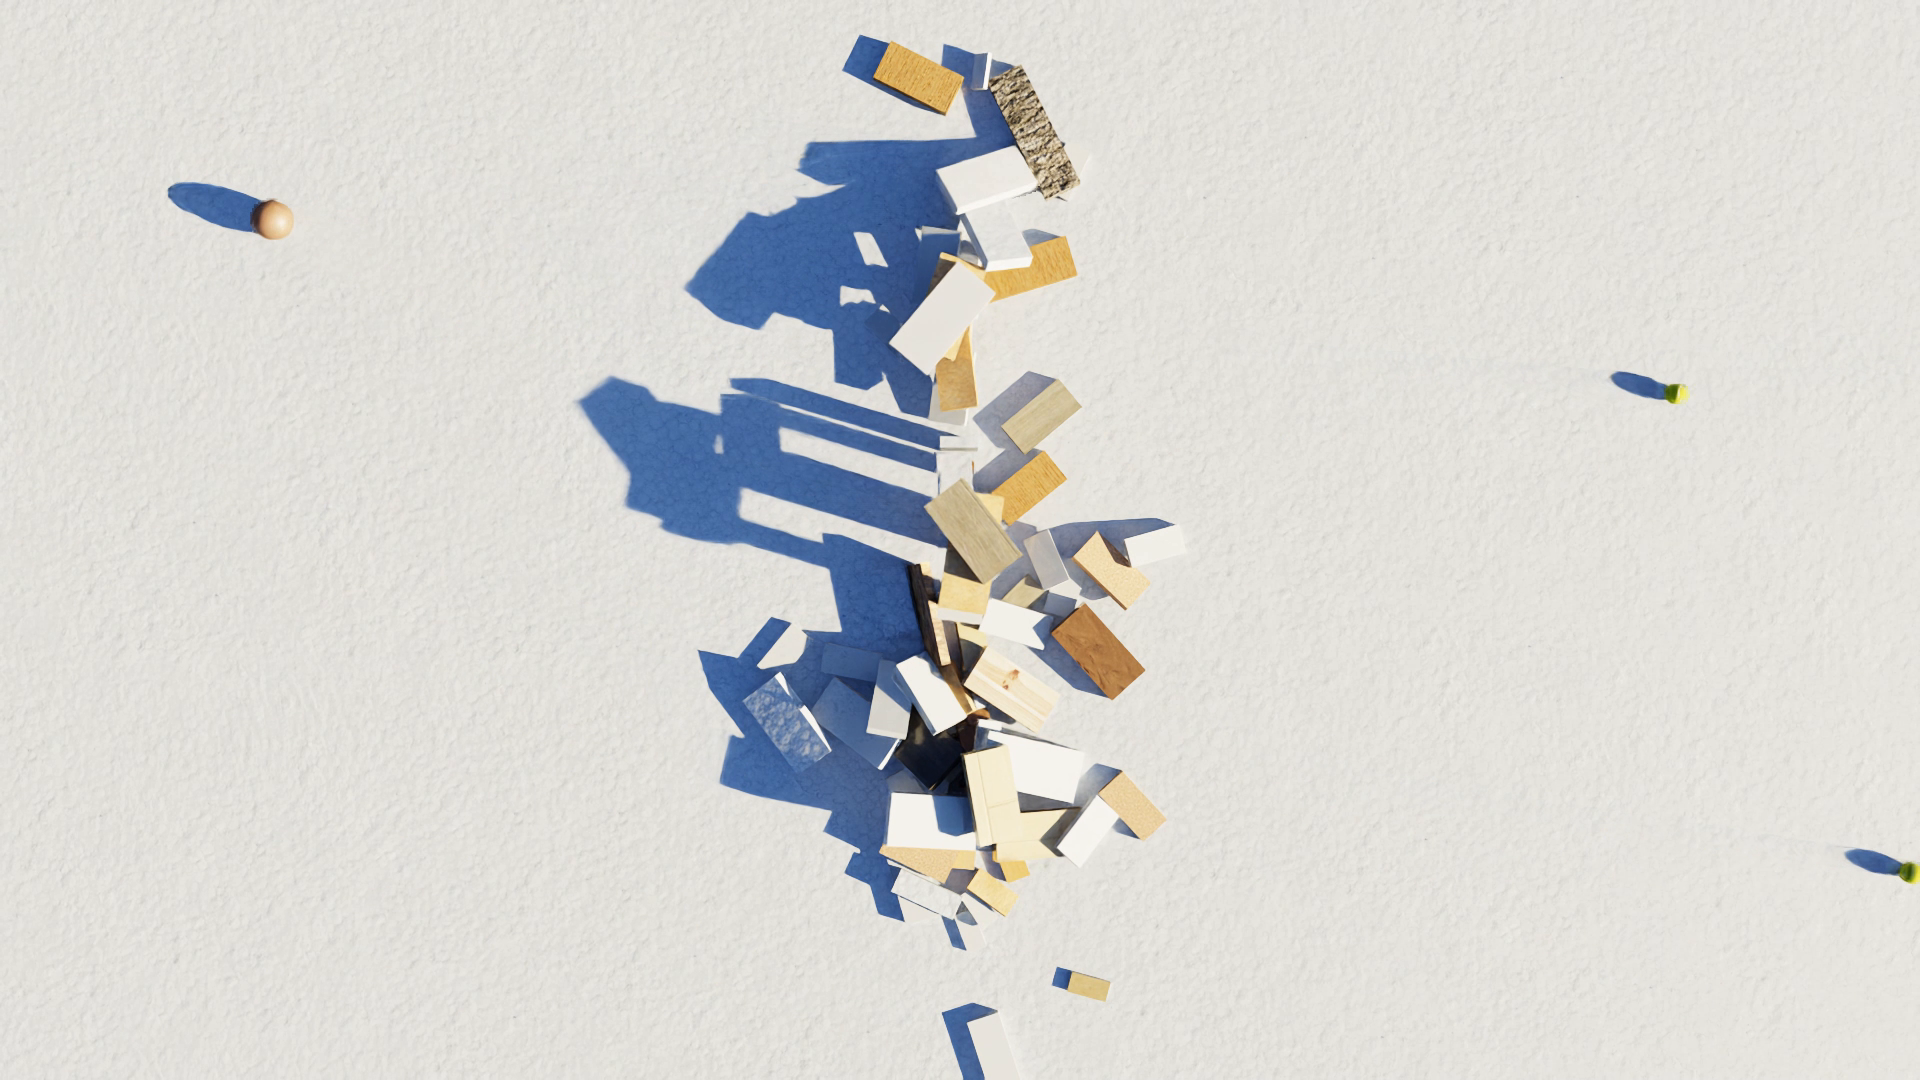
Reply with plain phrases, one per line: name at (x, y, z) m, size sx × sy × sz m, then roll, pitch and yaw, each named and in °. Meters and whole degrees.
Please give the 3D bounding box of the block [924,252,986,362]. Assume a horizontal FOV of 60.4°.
block at (-0.039, -0.752, 5.324) m, size 0.157 × 0.044 × 0.314 m, roll 20°, pitch 90°, yaw -2°

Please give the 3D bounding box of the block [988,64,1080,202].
block at (0.244, -1.349, 5.465) m, size 0.128 × 0.036 × 0.443 m, roll -26°, pitch 87°, yaw 3°

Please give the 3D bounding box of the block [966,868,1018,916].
block at (0.108, 1.170, 5.475) m, size 0.160 × 0.023 × 0.080 m, roll 36°, pitch 69°, yaw 0°

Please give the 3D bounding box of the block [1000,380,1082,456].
block at (0.270, -0.409, 5.482) m, size 0.248 × 0.035 × 0.124 m, roll -40°, pitch 90°, yaw 0°

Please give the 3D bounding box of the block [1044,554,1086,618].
block at (0.351, 0.156, 5.486) m, size 0.097 × 0.028 × 0.194 m, roll 17°, pitch 90°, yaw 0°

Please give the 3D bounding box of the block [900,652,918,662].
block at (-0.137, 0.473, 5.487) m, size 0.090 × 0.026 × 0.181 m, roll -29°, pitch 90°, yaw 0°

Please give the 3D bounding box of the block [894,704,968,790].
block at (-0.154, 0.643, 5.414) m, size 0.341 × 0.048 × 0.171 m, roll 42°, pitch 90°, yaw 22°

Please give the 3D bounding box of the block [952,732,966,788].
block at (0.031, 0.723, 5.448) m, size 0.091 × 0.026 × 0.182 m, roll -8°, pitch 67°, yaw -7°

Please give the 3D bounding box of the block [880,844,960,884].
block at (-0.133, 1.027, 5.449) m, size 0.238 × 0.034 × 0.119 m, roll 26°, pitch 90°, yaw 0°

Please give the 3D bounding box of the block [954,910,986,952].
block at (0.033, 1.298, 5.491) m, size 0.066 × 0.019 × 0.132 m, roll -21°, pitch 90°, yaw 0°

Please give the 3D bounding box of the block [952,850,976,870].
block at (-0.003, 0.969, 5.483) m, size 0.119 × 0.034 × 0.239 m, roll 5°, pitch 90°, yaw 0°

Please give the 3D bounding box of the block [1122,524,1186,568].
block at (0.644, 0.020, 5.467) m, size 0.194 × 0.028 × 0.097 m, roll -15°, pitch 90°, yaw -11°

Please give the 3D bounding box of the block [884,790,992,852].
block at (-0.032, 0.921, 5.390) m, size 0.424 × 0.048 × 0.171 m, roll 6°, pitch 88°, yaw -17°

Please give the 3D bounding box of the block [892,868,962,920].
block at (-0.109, 1.170, 5.455) m, size 0.224 × 0.023 × 0.080 m, roll 25°, pitch 90°, yaw 0°

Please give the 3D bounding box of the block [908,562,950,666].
block at (-0.103, 0.245, 5.441) m, size 0.032 × 0.114 × 0.342 m, roll -12°, pitch 90°, yaw -25°

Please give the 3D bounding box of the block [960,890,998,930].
block at (0.062, 1.219, 5.476) m, size 0.066 × 0.019 × 0.132 m, roll -34°, pitch 83°, yaw -13°

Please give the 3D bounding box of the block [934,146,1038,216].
block at (0.084, -1.181, 5.405) m, size 0.304 × 0.043 × 0.152 m, roll -23°, pitch 74°, yaw -22°

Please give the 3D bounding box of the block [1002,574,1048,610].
block at (0.194, 0.207, 5.487) m, size 0.182 × 0.026 × 0.091 m, roll -44°, pitch 90°, yaw 0°

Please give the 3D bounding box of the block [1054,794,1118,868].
block at (0.418, 0.960, 5.443) m, size 0.109 × 0.031 × 0.218 m, roll 44°, pitch 75°, yaw -16°

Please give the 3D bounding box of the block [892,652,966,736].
block at (-0.099, 0.499, 5.390) m, size 0.128 × 0.036 × 0.256 m, roll -23°, pitch 74°, yaw -34°

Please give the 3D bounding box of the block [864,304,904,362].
block at (-0.227, -0.688, 5.488) m, size 0.088 × 0.025 × 0.176 m, roll -44°, pitch 90°, yaw 0°

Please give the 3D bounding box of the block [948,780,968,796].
block at (0.002, 0.851, 5.453) m, size 0.091 × 0.026 × 0.182 m, roll 8°, pitch 87°, yaw 0°

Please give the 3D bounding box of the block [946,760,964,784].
block at (-0.072, 0.697, 5.439) m, size 0.215 × 0.026 × 0.090 m, roll 43°, pitch 98°, yaw 24°

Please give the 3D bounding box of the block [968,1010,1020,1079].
block at (0.171, 1.875, 5.485) m, size 0.109 × 0.031 × 0.611 m, roll -18°, pitch 90°, yaw 0°

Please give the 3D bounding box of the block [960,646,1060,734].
block at (0.167, 0.493, 5.433) m, size 0.302 × 0.043 × 0.151 m, roll 35°, pitch 80°, yaw -13°

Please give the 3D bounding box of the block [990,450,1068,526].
block at (0.222, -0.172, 5.482) m, size 0.248 × 0.035 × 0.124 m, roll -39°, pitch 90°, yaw 0°

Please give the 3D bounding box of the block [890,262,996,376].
block at (-0.056, -0.709, 5.280) m, size 0.157 × 0.044 × 0.342 m, roll 40°, pitch 90°, yaw -2°

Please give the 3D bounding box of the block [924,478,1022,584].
block at (0.041, -0.028, 5.113) m, size 0.152 × 0.043 × 0.304 m, roll -38°, pitch 90°, yaw 0°

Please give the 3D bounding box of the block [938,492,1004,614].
block at (0.035, 0.038, 5.156) m, size 0.151 × 0.043 × 0.371 m, roll 9°, pitch 90°, yaw 0°

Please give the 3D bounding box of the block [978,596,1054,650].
block at (0.183, 0.274, 5.457) m, size 0.229 × 0.032 × 0.114 m, roll 17°, pitch 96°, yaw -11°

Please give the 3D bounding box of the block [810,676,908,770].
block at (-0.335, 0.601, 5.426) m, size 0.307 × 0.043 × 0.153 m, roll 35°, pitch 90°, yaw 20°

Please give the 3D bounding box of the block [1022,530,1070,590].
block at (0.287, 0.067, 5.468) m, size 0.091 × 0.026 × 0.182 m, roll -24°, pitch 82°, yaw 9°

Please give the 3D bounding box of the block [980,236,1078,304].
block at (0.210, -0.894, 5.481) m, size 0.336 × 0.038 × 0.135 m, roll -17°, pitch 90°, yaw 0°

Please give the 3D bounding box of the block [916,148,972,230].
block at (-0.040, -1.149, 5.481) m, size 0.135 × 0.038 × 0.270 m, roll 18°, pitch 90°, yaw 0°

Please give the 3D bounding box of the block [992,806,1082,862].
block at (0.259, 0.969, 5.433) m, size 0.307 × 0.043 × 0.153 m, roll -2°, pitch 91°, yaw -17°

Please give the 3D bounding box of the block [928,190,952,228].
block at (-0.068, -1.094, 5.453) m, size 0.059 × 0.017 × 0.119 m, roll -9°, pitch 90°, yaw 0°
